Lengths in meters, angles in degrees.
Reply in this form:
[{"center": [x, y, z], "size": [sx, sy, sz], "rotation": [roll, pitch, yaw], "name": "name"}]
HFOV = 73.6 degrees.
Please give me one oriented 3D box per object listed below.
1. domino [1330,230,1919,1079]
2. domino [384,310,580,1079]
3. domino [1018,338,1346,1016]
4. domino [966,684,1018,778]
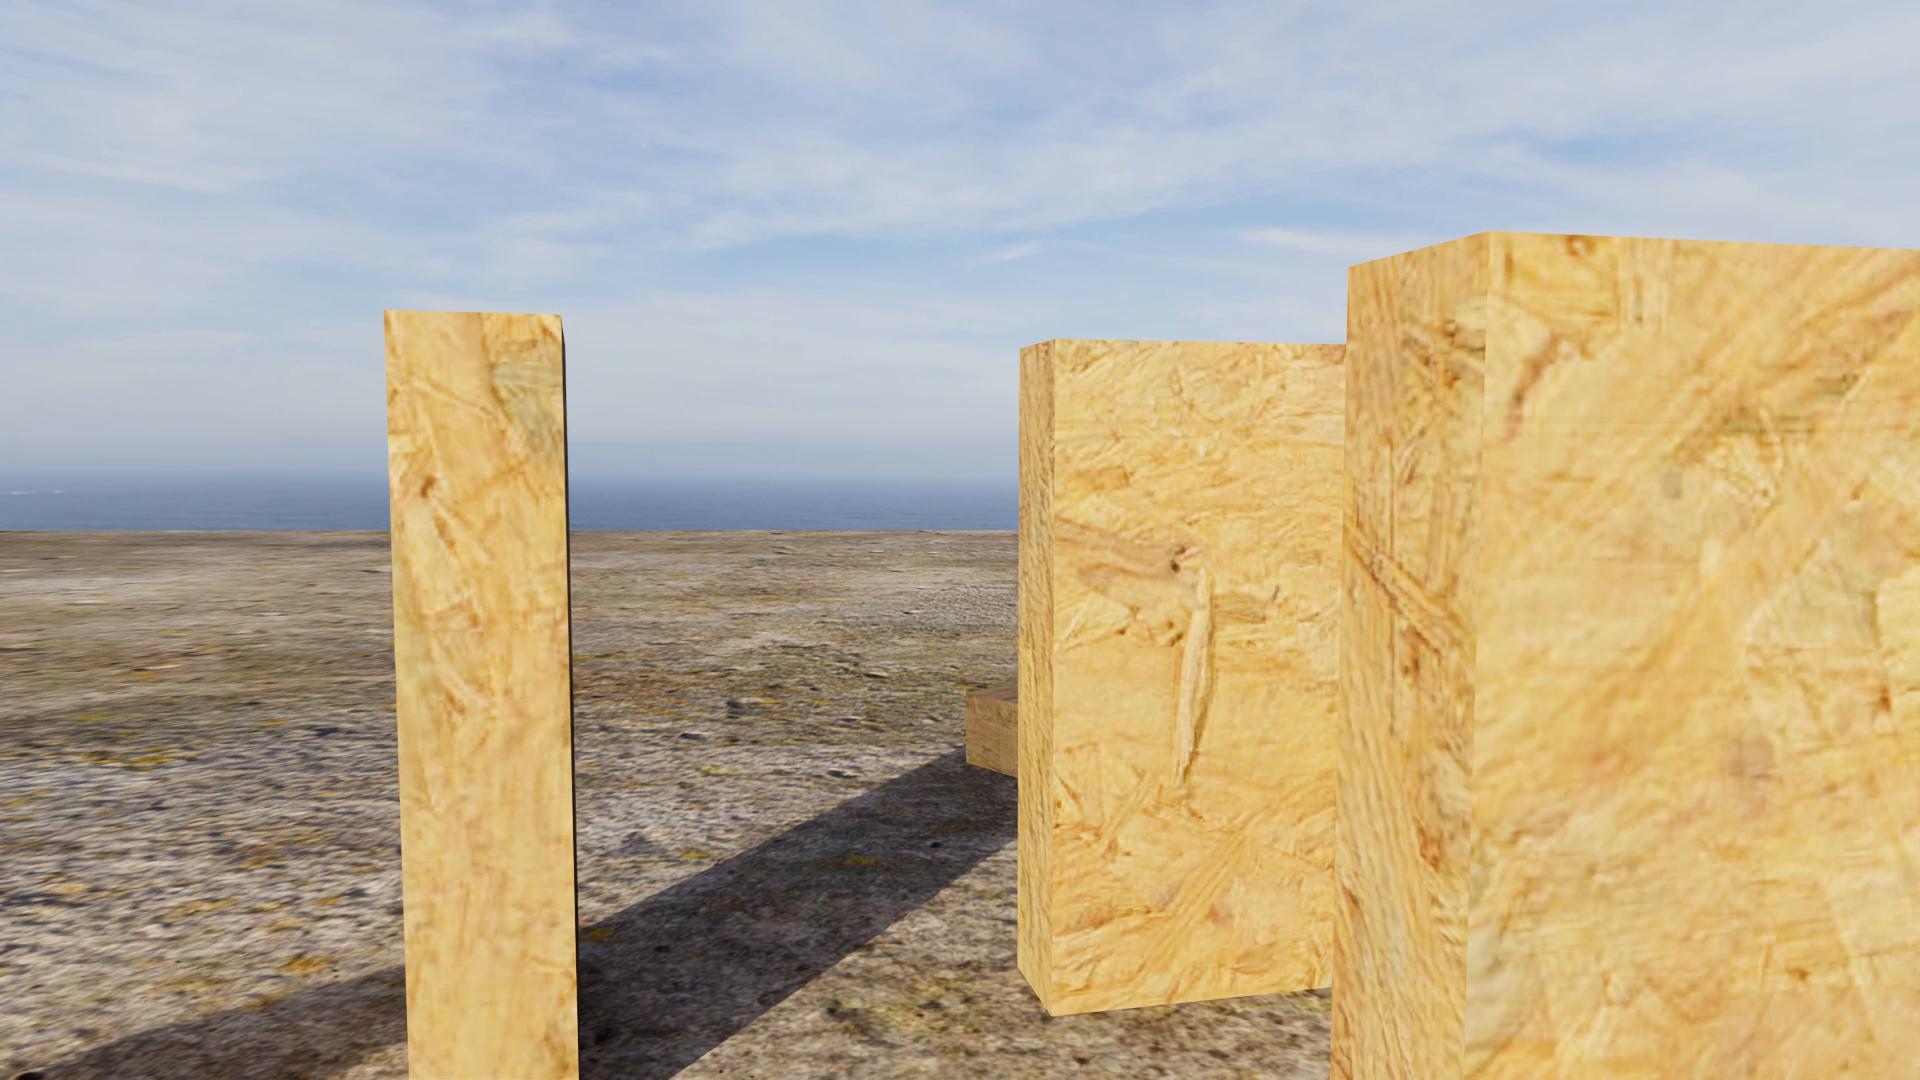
[{"center": [0.030, 0.013, 0.055], "size": [0.025, 0.050, 0.009], "rotation": [-1, 4, -13], "name": "domino"}, {"center": [-0.031, 0.011, 0.087], "size": [0.009, 0.050, 0.025], "rotation": [-1, 4, -16], "name": "domino"}, {"center": [0.018, 0.010, 0.101], "size": [0.025, 0.050, 0.009], "rotation": [-1, 4, -13], "name": "domino"}, {"center": [0.026, 0.026, 0.160], "size": [0.025, 0.009, 0.050], "rotation": [-4, 6, -39], "name": "domino"}]
